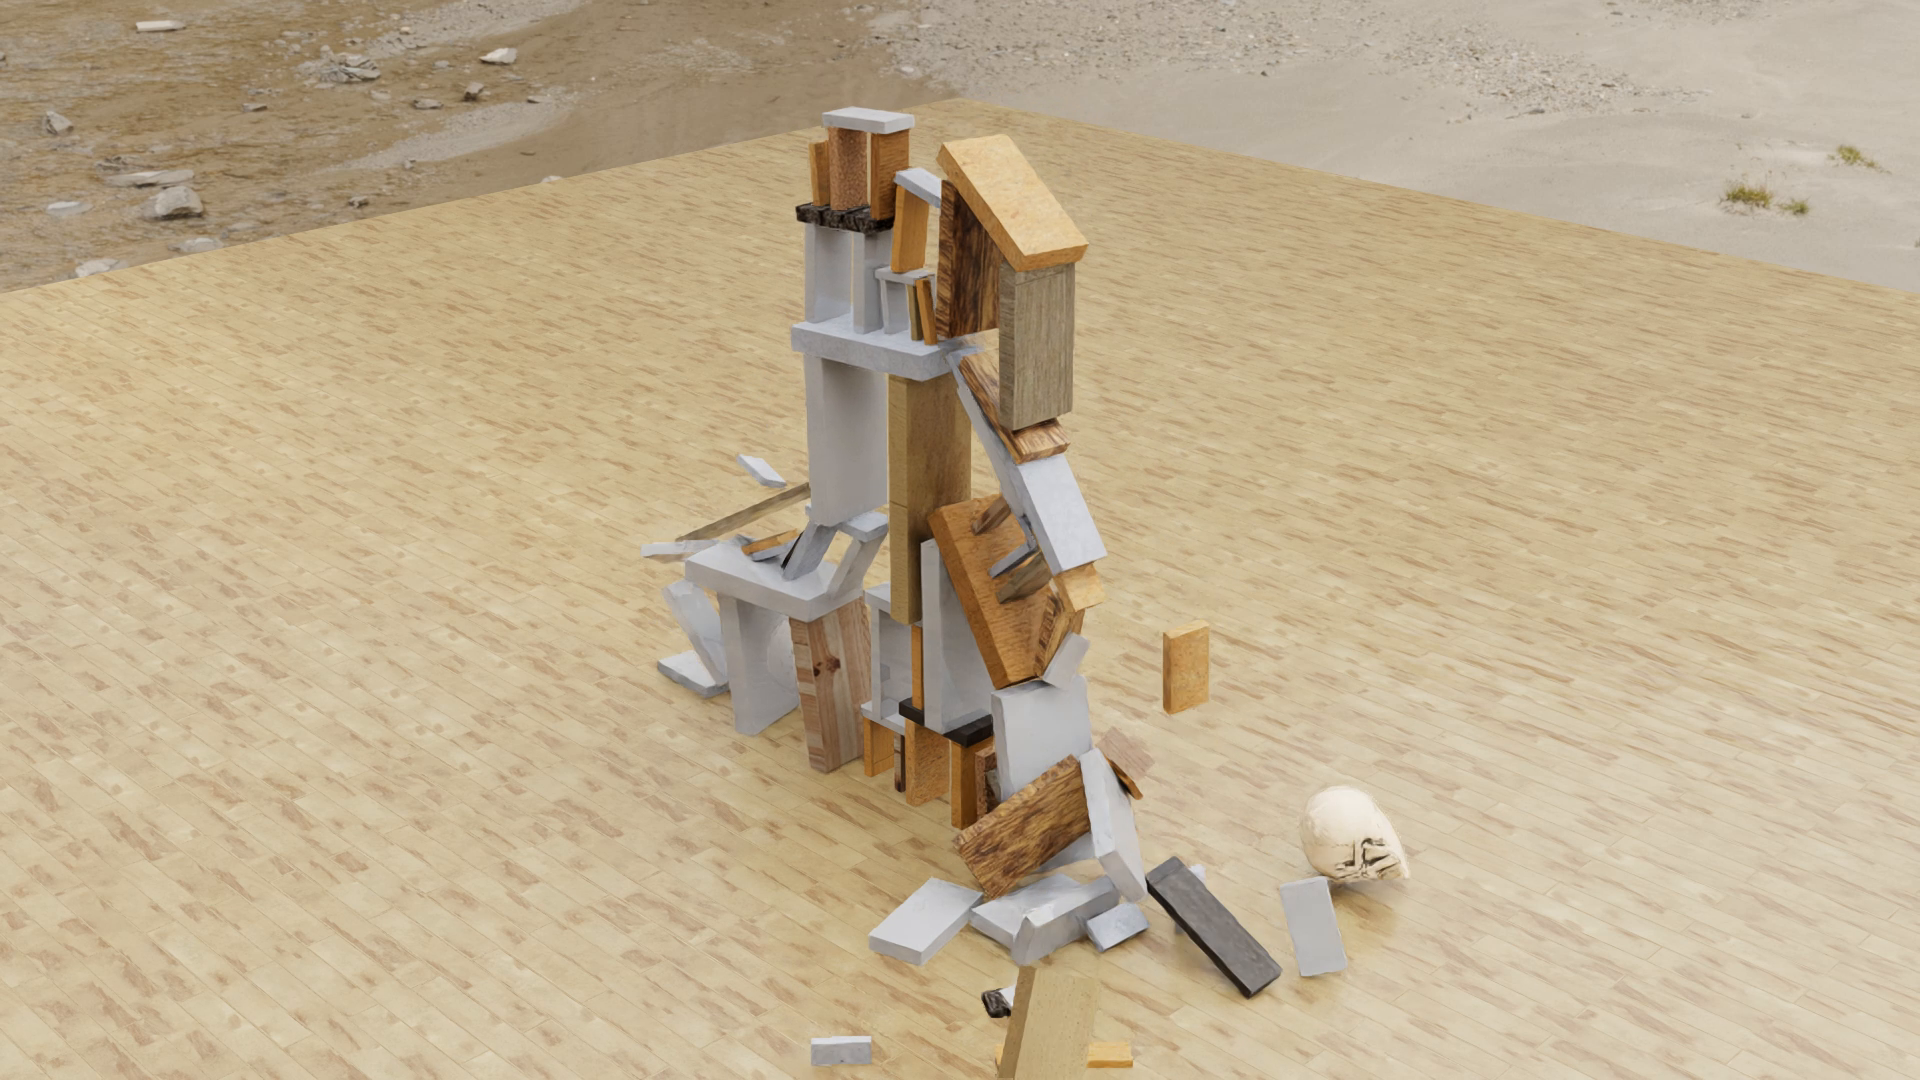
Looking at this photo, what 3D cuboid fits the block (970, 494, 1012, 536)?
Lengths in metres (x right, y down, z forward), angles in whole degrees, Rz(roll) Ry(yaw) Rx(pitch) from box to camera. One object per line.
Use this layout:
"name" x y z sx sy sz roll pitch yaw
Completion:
"block" 0.075 -0.056 4.105 0.065 0.131 0.018 -22 75 -39

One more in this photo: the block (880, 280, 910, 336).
"block" -0.123 -0.445 4.158 0.015 0.106 0.053 12 25 41

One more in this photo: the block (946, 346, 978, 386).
"block" 0.061 -0.218 4.049 0.060 0.293 0.017 -19 -10 -37

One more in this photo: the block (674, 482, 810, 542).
"block" -0.442 -0.056 4.695 0.059 0.017 0.525 -5 -10 -42

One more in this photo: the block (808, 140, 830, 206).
"block" -0.256 -0.698 4.176 0.017 0.119 0.059 12 23 42

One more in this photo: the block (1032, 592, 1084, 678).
"block" 0.186 0.170 4.069 0.083 0.166 0.023 -15 37 -38

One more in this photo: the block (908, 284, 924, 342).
"block" -0.071 -0.430 4.112 0.015 0.106 0.053 13 25 42

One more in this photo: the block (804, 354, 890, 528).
"block" -0.222 -0.217 4.350 0.049 0.348 0.174 18 29 39

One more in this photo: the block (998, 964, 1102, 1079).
"block" 0.128 0.795 3.347 0.135 0.271 0.038 20 -13 -35

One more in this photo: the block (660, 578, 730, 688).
"block" -0.556 0.199 4.810 0.027 0.246 0.094 -35 -6 34

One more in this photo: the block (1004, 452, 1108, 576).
"block" 0.174 -0.055 3.977 0.112 0.223 0.032 -18 -8 -37

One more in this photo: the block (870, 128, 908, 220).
"block" -0.130 -0.679 4.065 0.023 0.159 0.080 20 30 36

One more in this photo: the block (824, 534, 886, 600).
"block" -0.210 0.044 4.459 0.024 0.167 0.084 44 41 17

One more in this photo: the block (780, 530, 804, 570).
"block" -0.325 0.015 4.564 0.017 0.118 0.059 49 42 15

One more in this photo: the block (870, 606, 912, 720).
"block" -0.139 0.237 4.483 0.091 0.250 0.026 -21 31 -41

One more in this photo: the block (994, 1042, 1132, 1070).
"block" 0.174 0.867 3.697 0.228 0.015 0.053 -1 23 -2

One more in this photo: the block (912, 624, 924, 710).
"block" -0.054 0.240 4.389 0.091 0.182 0.026 -21 31 -40

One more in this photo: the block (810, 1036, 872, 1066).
"block" -0.198 0.855 3.679 0.101 0.050 0.014 -1 32 -3

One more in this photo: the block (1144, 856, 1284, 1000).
"block" 0.449 0.690 3.931 0.083 0.024 0.285 -27 61 -33

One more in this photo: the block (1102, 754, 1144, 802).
"block" 0.303 0.444 4.127 0.015 0.052 0.103 -38 36 -6

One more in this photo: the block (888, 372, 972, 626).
"block" -0.056 -0.097 4.238 0.049 0.504 0.174 22 31 40

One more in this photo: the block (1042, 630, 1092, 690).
"block" 0.198 0.222 4.067 0.052 0.104 0.015 24 9 -38

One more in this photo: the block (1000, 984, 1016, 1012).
"block" 0.116 0.810 3.799 0.050 0.014 0.101 -16 42 -27

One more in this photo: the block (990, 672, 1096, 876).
"block" 0.165 0.442 4.149 0.177 0.355 0.050 -12 15 -23

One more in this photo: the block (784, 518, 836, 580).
"block" -0.300 0.007 4.518 0.024 0.167 0.084 44 41 17

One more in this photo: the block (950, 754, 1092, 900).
"block" 0.133 0.533 4.081 0.276 0.135 0.038 -35 25 -7

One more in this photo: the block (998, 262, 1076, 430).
"block" 0.136 -0.355 3.892 0.142 0.299 0.040 -20 32 -36

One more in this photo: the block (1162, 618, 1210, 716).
"block" 0.405 0.228 3.937 0.083 0.167 0.024 -18 34 -23

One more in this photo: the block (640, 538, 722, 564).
"block" -0.598 0.025 4.847 0.189 0.027 0.094 -4 -12 23

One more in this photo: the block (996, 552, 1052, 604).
"block" 0.142 0.063 4.071 0.083 0.166 0.023 -14 71 -38

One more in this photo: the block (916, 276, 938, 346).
"block" -0.047 -0.428 4.085 0.017 0.121 0.060 5 20 44

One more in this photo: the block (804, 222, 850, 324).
"block" -0.255 -0.525 4.249 0.028 0.196 0.098 21 31 37

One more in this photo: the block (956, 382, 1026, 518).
"block" 0.099 -0.177 4.023 0.112 0.263 0.032 -19 -10 -37

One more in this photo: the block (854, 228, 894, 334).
"block" -0.158 -0.496 4.167 0.028 0.196 0.098 20 30 36

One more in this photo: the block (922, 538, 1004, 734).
"block" 0.010 0.169 4.288 0.177 0.390 0.050 -20 29 -39

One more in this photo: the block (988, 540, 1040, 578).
"block" 0.112 0.028 4.089 0.065 0.018 0.131 -22 -10 -40

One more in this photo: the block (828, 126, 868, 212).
"block" -0.210 -0.703 4.132 0.023 0.159 0.080 18 29 37

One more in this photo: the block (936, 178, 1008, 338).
"block" 0.030 -0.517 3.978 0.142 0.283 0.040 -15 30 -34

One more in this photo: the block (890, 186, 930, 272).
"block" -0.092 -0.581 4.090 0.020 0.159 0.071 21 26 37
